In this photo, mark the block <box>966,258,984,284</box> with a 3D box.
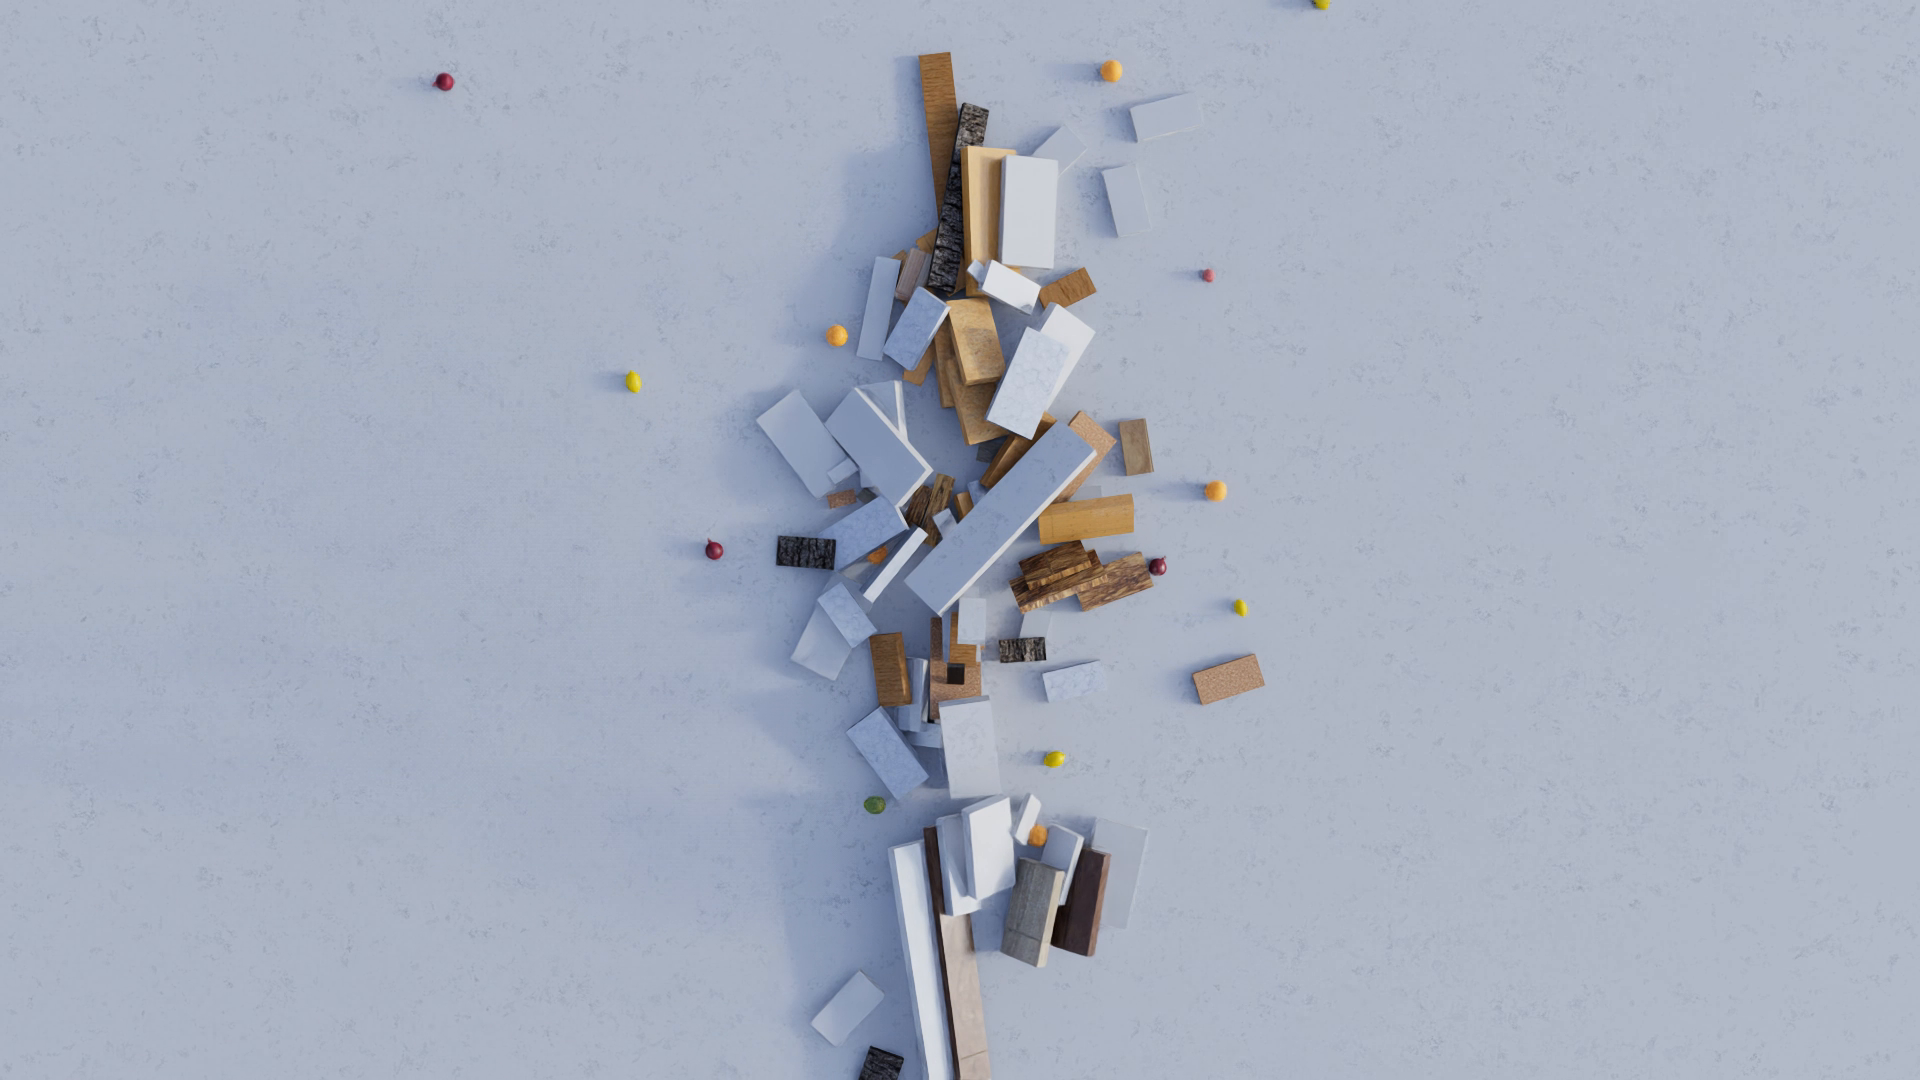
[{"bbox_3d":[0.069,-0.865,5.381,0.098,0.014,0.049,41,72,-20],"label":"block"}]

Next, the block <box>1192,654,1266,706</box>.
[{"bbox_3d":[0.892,0.464,5.485,0.219,0.031,0.109,-18,90,0],"label":"block"}]

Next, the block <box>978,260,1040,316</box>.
[{"bbox_3d":[0.162,-0.827,5.410,0.210,0.030,0.105,23,81,-32],"label":"block"}]

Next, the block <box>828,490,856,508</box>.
[{"bbox_3d":[-0.393,-0.137,5.493,0.093,0.013,0.046,-13,90,0],"label":"block"}]

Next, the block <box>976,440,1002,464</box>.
[{"bbox_3d":[0.131,-0.284,5.490,0.145,0.021,0.072,12,90,0],"label":"block"}]

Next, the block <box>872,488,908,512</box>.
[{"bbox_3d":[-0.231,-0.135,5.469,0.125,0.063,0.018,33,90,0],"label":"block"}]

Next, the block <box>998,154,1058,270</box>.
[{"bbox_3d":[0.222,-1.074,5.418,0.178,0.050,0.356,2,90,-17],"label":"block"}]

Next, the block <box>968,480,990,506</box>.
[{"bbox_3d":[0.101,-0.101,5.456,0.105,0.030,0.210,-17,90,-39],"label":"block"}]

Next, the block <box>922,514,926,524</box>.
[{"bbox_3d":[-0.089,-0.089,5.479,0.072,0.021,0.145,2,90,18],"label":"block"}]

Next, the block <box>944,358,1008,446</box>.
[{"bbox_3d":[0.054,-0.467,5.421,0.143,0.041,0.286,-16,94,-19],"label":"block"}]

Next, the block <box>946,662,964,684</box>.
[{"bbox_3d":[-0.014,0.433,5.340,0.057,0.114,0.016,2,57,1],"label":"block"}]

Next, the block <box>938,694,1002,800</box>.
[{"bbox_3d":[0.032,0.676,5.361,0.166,0.047,0.331,-8,108,-3],"label":"block"}]

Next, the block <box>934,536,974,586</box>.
[{"bbox_3d":[-0.022,0.109,5.447,0.121,0.034,0.243,-4,73,-1],"label":"block"}]

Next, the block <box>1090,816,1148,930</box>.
[{"bbox_3d":[0.502,1.106,5.476,0.168,0.048,0.337,12,90,0],"label":"block"}]

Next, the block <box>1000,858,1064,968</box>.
[{"bbox_3d":[0.237,1.225,5.430,0.159,0.045,0.319,12,90,41],"label":"block"}]

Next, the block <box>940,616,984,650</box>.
[{"bbox_3d":[-0.002,0.251,5.438,0.121,0.034,0.243,-11,70,-4],"label":"block"}]

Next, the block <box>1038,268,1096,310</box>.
[{"bbox_3d":[0.353,-0.826,5.487,0.181,0.026,0.090,-27,90,0],"label":"block"}]

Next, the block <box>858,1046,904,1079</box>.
[{"bbox_3d":[-0.283,1.819,5.483,0.119,0.034,0.239,20,90,0],"label":"block"}]

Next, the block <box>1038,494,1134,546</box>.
[{"bbox_3d":[0.414,-0.068,5.424,0.311,0.156,0.044,-8,54,0],"label":"block"}]

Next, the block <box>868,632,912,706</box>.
[{"bbox_3d":[-0.230,0.429,5.449,0.119,0.034,0.238,-8,90,41],"label":"block"}]

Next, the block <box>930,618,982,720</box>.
[{"bbox_3d":[-0.014,0.421,5.429,0.166,0.047,0.331,0,73,0],"label":"block"}]

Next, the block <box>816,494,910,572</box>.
[{"bbox_3d":[-0.319,-0.025,5.429,0.284,0.040,0.142,-31,76,14],"label":"block"}]

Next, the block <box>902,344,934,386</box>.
[{"bbox_3d":[-0.132,-0.587,5.470,0.071,0.020,0.141,23,101,-12],"label":"block"}]

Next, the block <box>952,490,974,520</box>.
[{"bbox_3d":[0.057,-0.061,5.462,0.105,0.030,0.210,-17,90,-29],"label":"block"}]

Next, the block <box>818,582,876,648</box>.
[{"bbox_3d":[-0.372,0.247,5.440,0.100,0.028,0.200,-36,90,0],"label":"block"}]

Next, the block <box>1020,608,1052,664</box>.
[{"bbox_3d":[0.244,0.315,5.488,0.087,0.025,0.174,13,90,0],"label":"block"}]

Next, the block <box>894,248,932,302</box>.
[{"bbox_3d":[-0.150,-0.868,5.430,0.085,0.024,0.170,20,95,-2],"label":"block"}]

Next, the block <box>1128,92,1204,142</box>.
[{"bbox_3d":[0.685,-1.406,5.484,0.222,0.031,0.111,-15,90,0],"label":"block"}]

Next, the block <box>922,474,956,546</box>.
[{"bbox_3d":[-0.076,-0.099,5.448,0.063,0.018,0.237,18,95,30],"label":"block"}]

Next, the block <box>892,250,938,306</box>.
[{"bbox_3d":[-0.169,-0.848,5.485,0.106,0.030,0.212,-36,90,0],"label":"block"}]

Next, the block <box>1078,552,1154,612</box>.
[{"bbox_3d":[0.506,0.139,5.483,0.247,0.035,0.123,-20,90,0],"label":"block"}]

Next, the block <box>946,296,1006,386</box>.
[{"bbox_3d":[0.051,-0.652,5.393,0.143,0.041,0.286,-9,73,-17],"label":"block"}]

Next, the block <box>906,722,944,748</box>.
[{"bbox_3d":[-0.114,0.641,5.441,0.153,0.022,0.077,1,90,41],"label":"block"}]

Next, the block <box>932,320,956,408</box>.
[{"bbox_3d":[-0.009,-0.586,5.448,0.143,0.041,0.286,-9,92,-17],"label":"block"}]

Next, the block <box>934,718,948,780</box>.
[{"bbox_3d":[0.003,0.617,5.453,0.166,0.047,0.331,-9,85,-3],"label":"block"}]

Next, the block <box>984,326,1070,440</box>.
[{"bbox_3d":[0.219,-0.507,5.347,0.163,0.046,0.327,24,88,-13],"label":"block"}]

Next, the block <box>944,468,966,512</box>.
[{"bbox_3d":[-0.018,-0.164,5.490,0.072,0.021,0.145,-1,90,0],"label":"block"}]

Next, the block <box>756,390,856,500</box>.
[{"bbox_3d":[-0.508,-0.316,5.476,0.167,0.047,0.335,-37,90,0],"label":"block"}]

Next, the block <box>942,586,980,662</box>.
[{"bbox_3d":[0.003,0.276,5.371,0.121,0.034,0.243,-2,83,-1],"label":"block"}]
